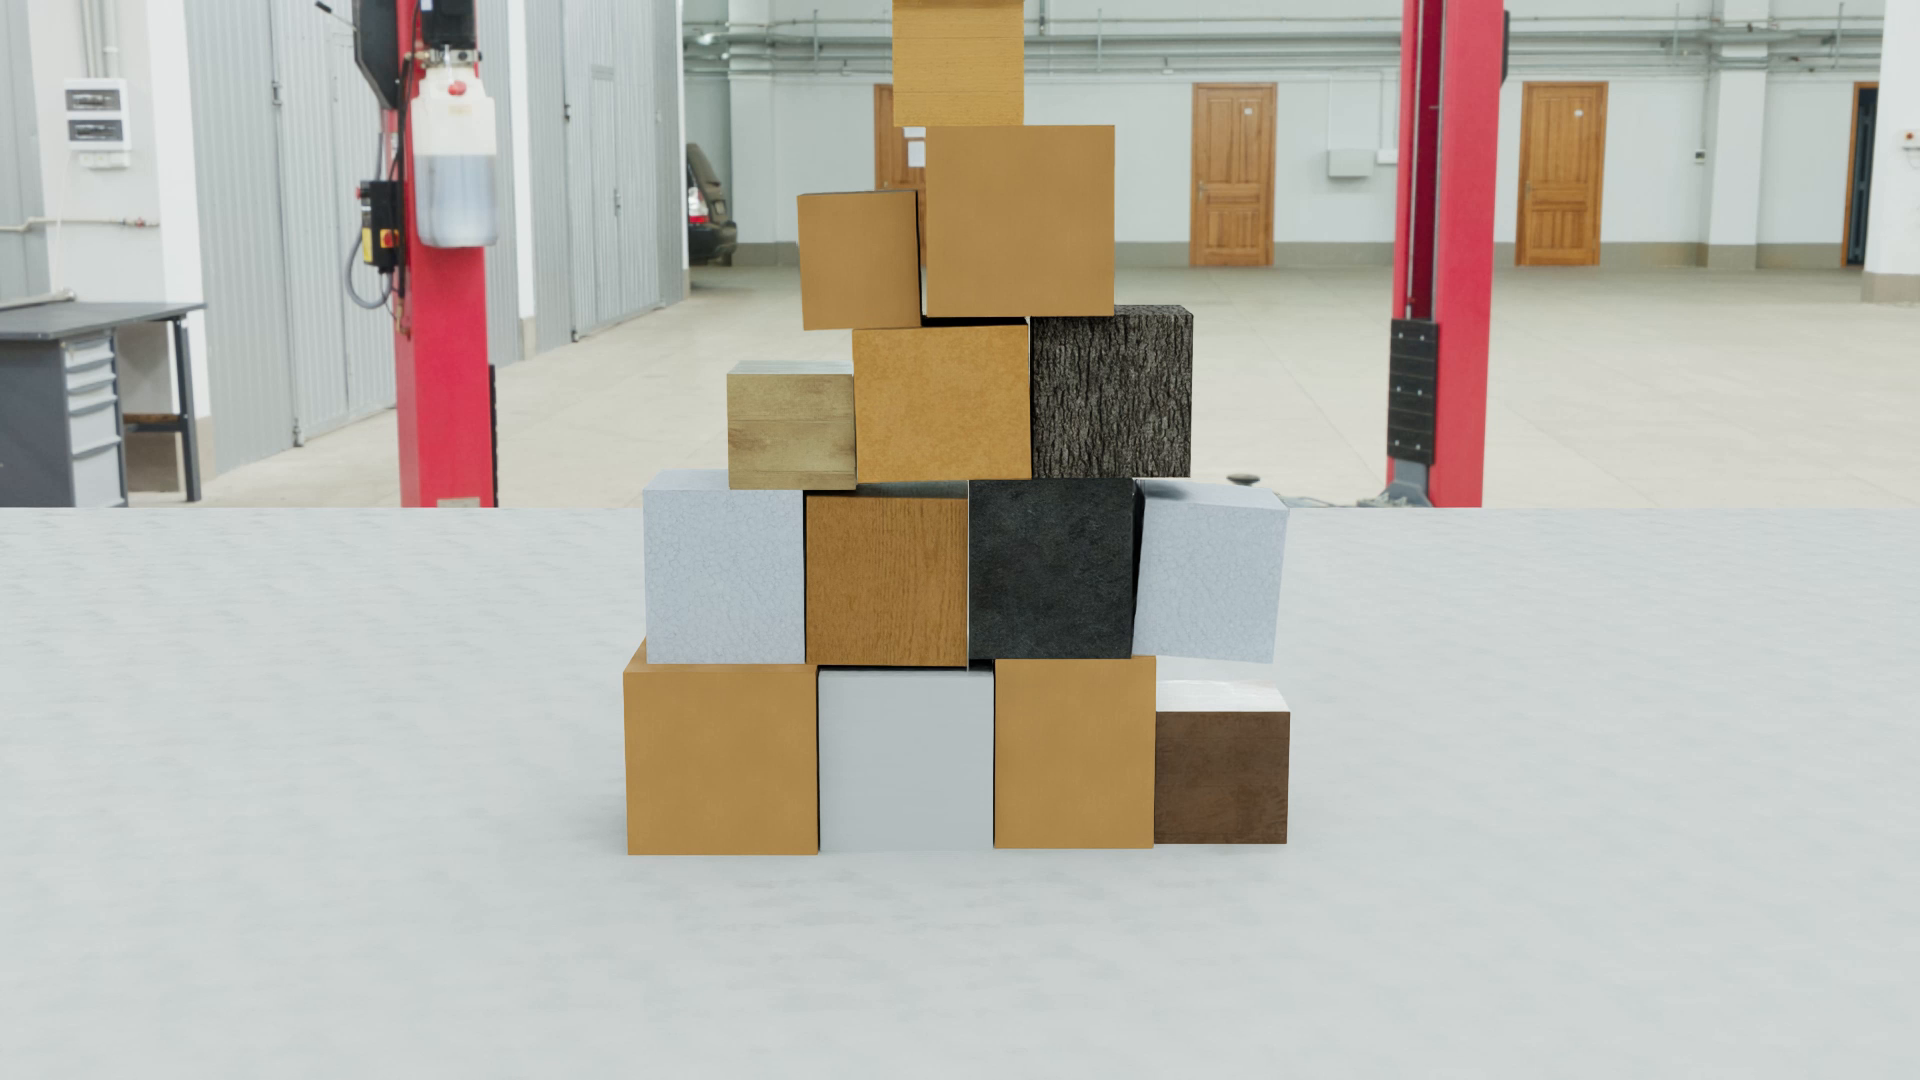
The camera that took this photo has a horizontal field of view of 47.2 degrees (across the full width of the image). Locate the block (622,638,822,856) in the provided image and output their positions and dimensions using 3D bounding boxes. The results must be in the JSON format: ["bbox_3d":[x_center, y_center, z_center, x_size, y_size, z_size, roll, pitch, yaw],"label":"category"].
[{"bbox_3d":[-1.181,1.014,11.374,0.943,0.935,1.053,0,10,0],"label":"block"}]

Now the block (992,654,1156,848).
[{"bbox_3d":[0.574,0.993,11.371,0.796,0.977,0.845,0,10,0],"label":"block"}]

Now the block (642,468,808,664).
[{"bbox_3d":[-1.166,0.122,11.219,0.786,0.876,0.703,0,10,0],"label":"block"}]

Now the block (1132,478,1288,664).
[{"bbox_3d":[1.236,0.147,11.223,0.704,0.779,0.697,4,10,-1],"label":"block"}]

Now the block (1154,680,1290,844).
[{"bbox_3d":[1.317,1.138,11.375,0.670,0.691,0.652,0,10,0],"label":"block"}]

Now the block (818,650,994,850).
[{"bbox_3d":[-0.267,1.032,11.386,0.864,0.896,0.926,0,10,0],"label":"block"}]

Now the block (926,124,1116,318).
[{"bbox_3d":[0.288,-1.592,10.894,0.897,0.901,0.850,0,10,0],"label":"block"}]

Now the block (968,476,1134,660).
[{"bbox_3d":[0.445,0.073,11.202,0.799,0.893,0.845,0,10,0],"label":"block"}]

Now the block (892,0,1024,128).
[{"bbox_3d":[-0.008,-2.364,10.767,0.622,0.667,0.636,0,10,0],"label":"block"}]

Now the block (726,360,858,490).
[{"bbox_3d":[-0.825,-0.588,11.085,0.623,0.570,0.680,0,10,0],"label":"block"}]

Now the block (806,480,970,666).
[{"bbox_3d":[-0.359,0.142,11.226,0.799,0.843,0.751,1,10,0],"label":"block"}]

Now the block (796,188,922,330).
[{"bbox_3d":[-0.487,-1.401,10.934,0.571,0.647,0.613,-2,10,0],"label":"block"}]

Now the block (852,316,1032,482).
[{"bbox_3d":[-0.086,-0.726,11.043,0.847,0.744,0.772,-2,10,0],"label":"block"}]

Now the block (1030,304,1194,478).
[{"bbox_3d":[0.745,-0.757,11.046,0.772,0.797,0.667,0,10,0],"label":"block"}]
